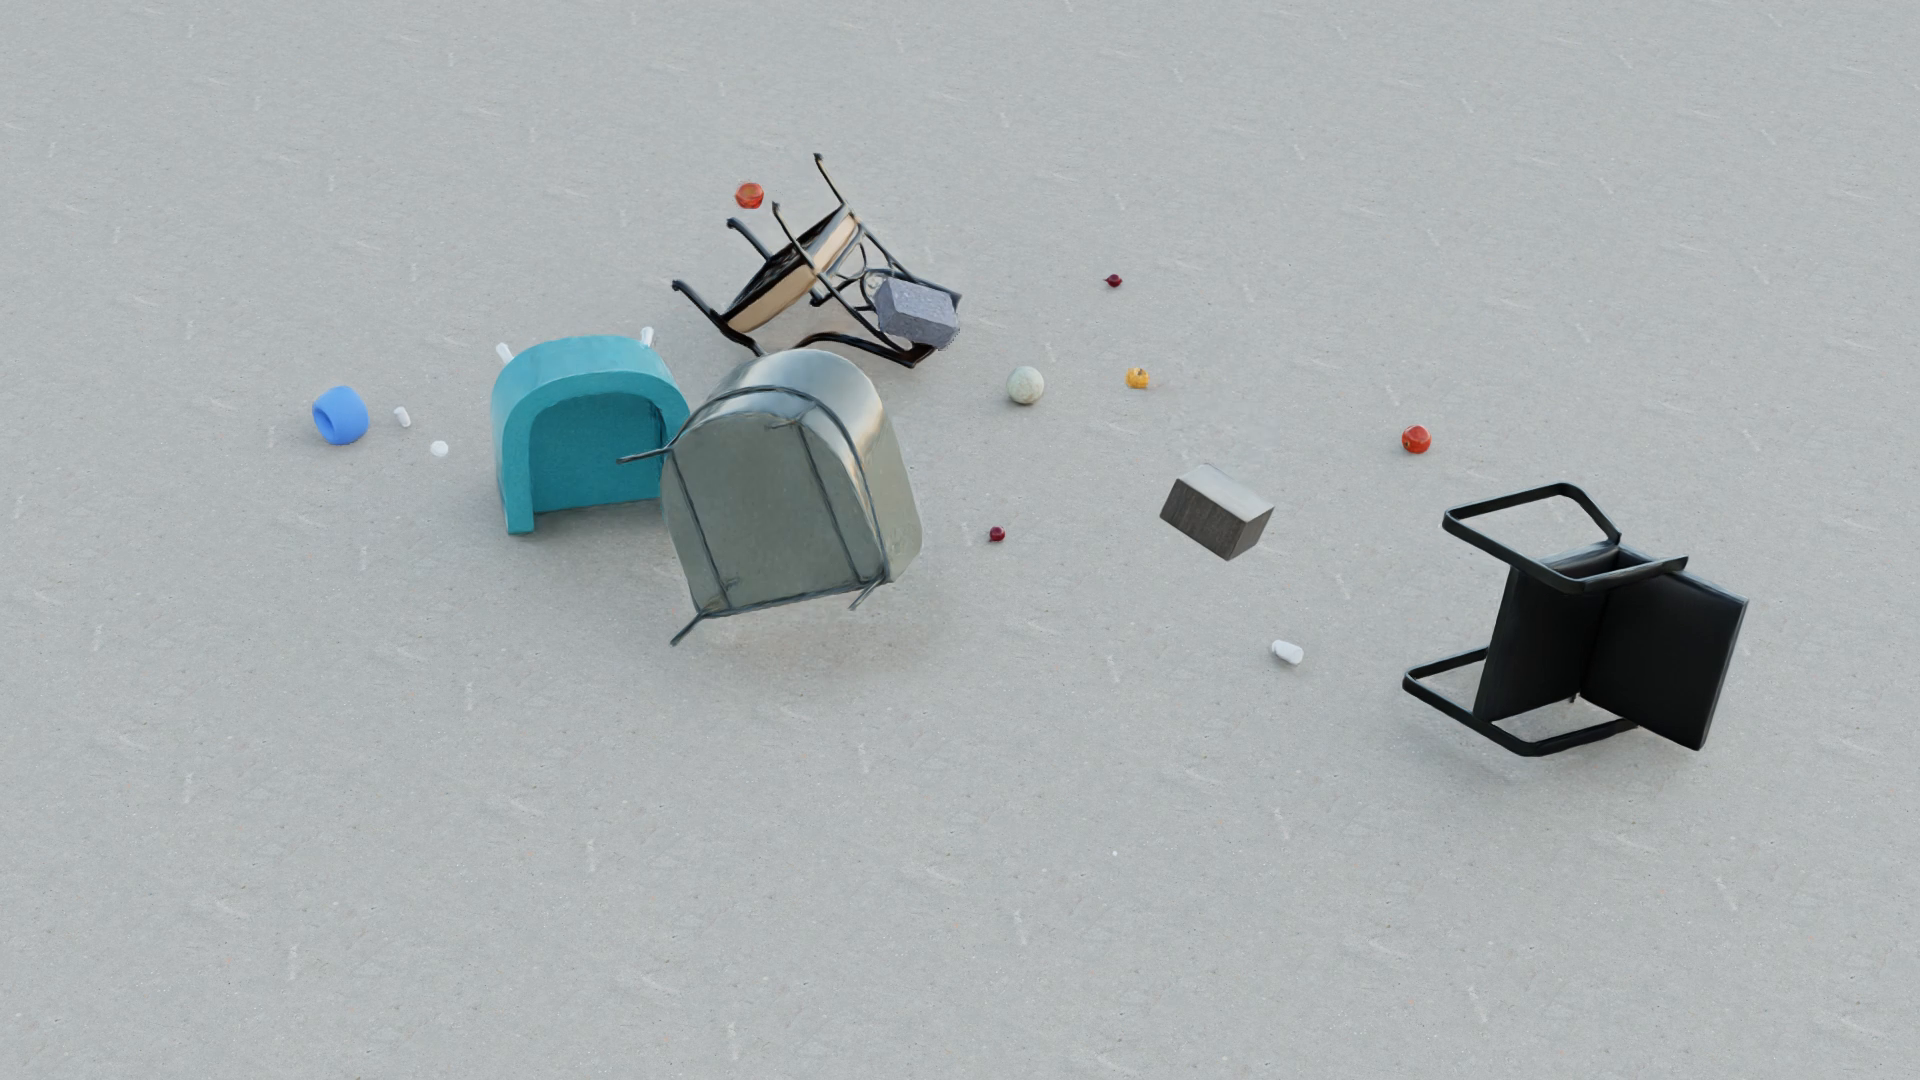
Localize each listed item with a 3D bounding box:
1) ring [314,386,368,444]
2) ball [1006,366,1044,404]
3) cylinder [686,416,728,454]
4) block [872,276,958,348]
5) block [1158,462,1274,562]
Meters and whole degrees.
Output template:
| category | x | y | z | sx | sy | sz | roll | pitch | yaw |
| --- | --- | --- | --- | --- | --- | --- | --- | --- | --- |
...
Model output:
| category | x | y | z | sx | sy | sz | roll | pitch | yaw |
| --- | --- | --- | --- | --- | --- | --- | --- | --- | --- |
| ring | -2.428 | -0.491 | 11.498 | 0.161 | 0.221 | 0.198 | -35 | 29 | -34 |
| ball | 0.261 | -0.621 | 11.749 | 0.153 | 0.153 | 0.153 | 0 | 33 | 0 |
| cylinder | -0.992 | -0.411 | 11.475 | 0.108 | 0.103 | 0.187 | 9 | 34 | 14 |
| block | -0.180 | -0.922 | 11.883 | 0.295 | 0.125 | 0.198 | 13 | 45 | -30 |
| block | 0.918 | -0.102 | 10.473 | 0.301 | 0.169 | 0.238 | 34 | 30 | 19 |
